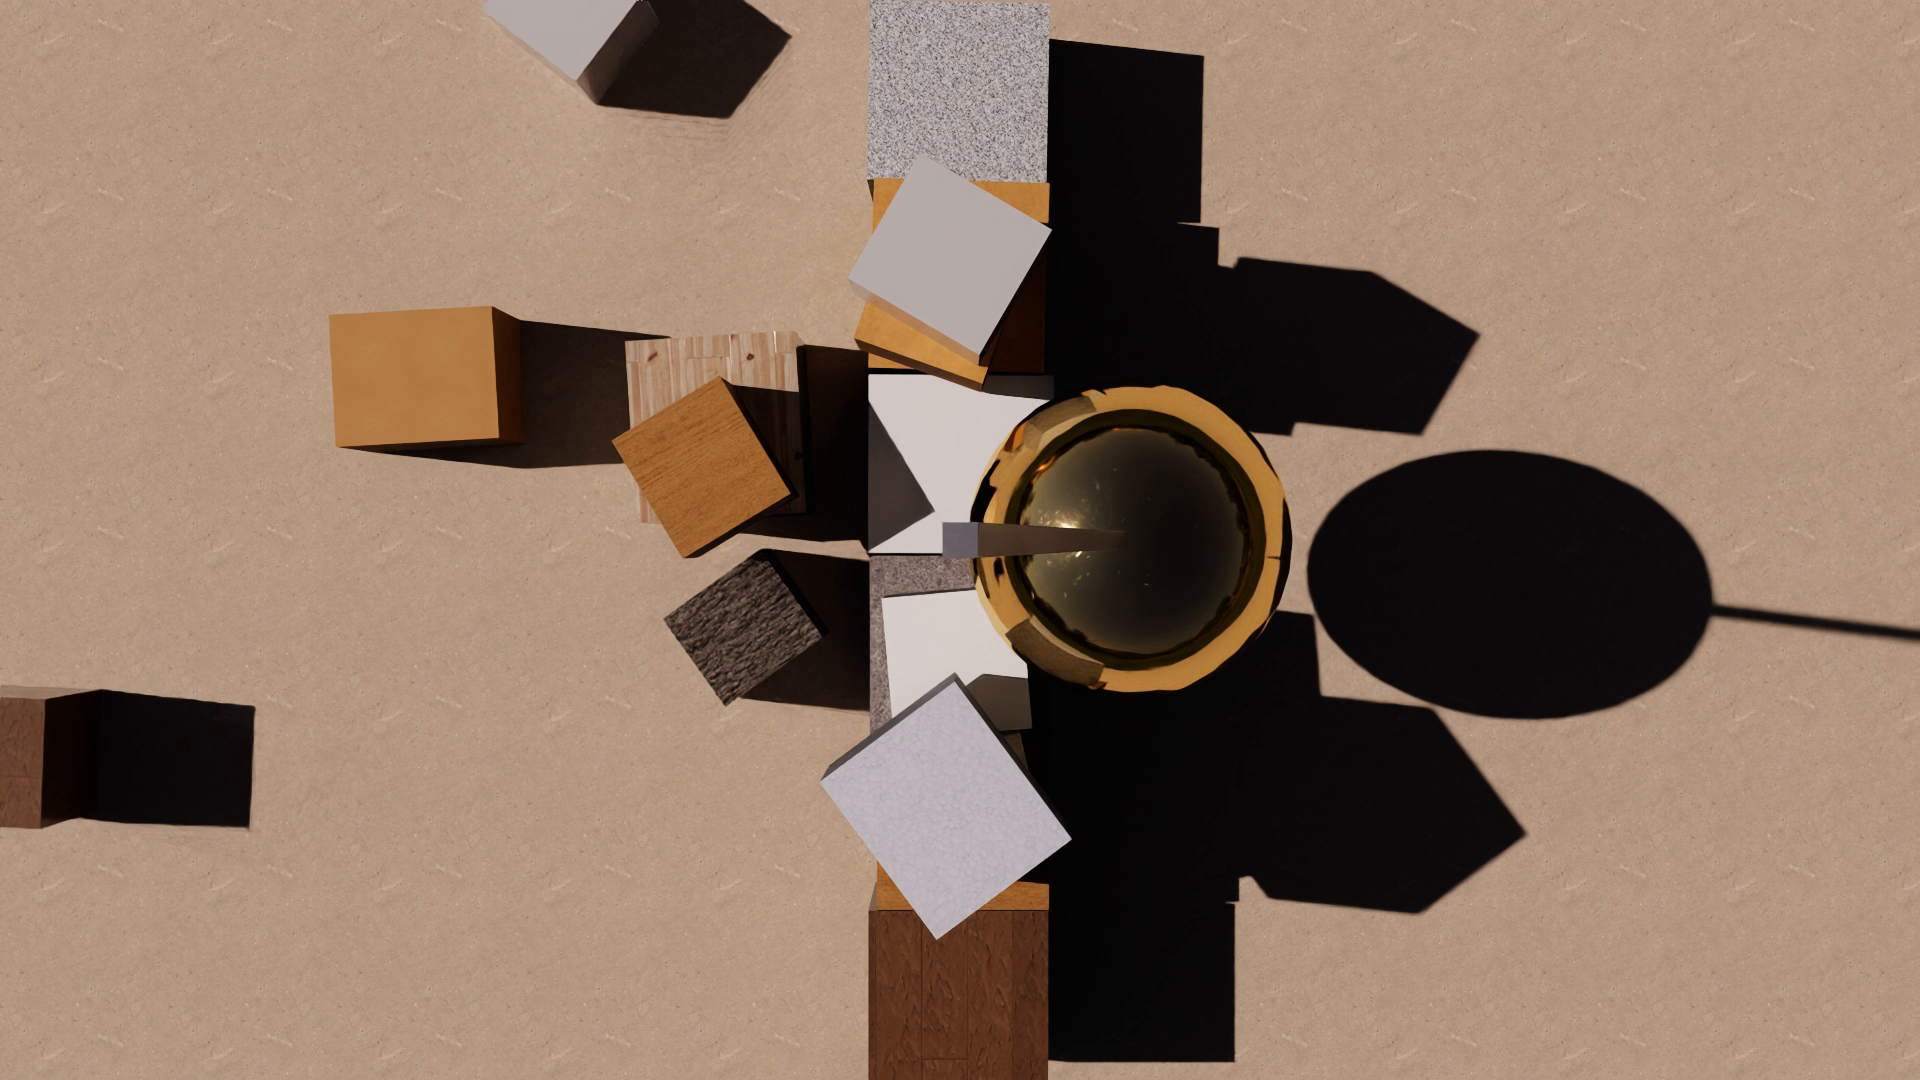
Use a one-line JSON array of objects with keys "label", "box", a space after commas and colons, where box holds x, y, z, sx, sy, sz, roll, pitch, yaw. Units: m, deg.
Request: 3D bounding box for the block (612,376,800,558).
[{"label": "block", "box": [-1.350, -0.380, 11.803, 0.657, 0.683, 0.719, -31, 90, 0]}]

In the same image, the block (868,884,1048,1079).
[{"label": "block", "box": [-0.009, 2.493, 12.495, 0.982, 1.010, 0.942, 0, 90, 0]}]

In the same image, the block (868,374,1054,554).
[{"label": "block", "box": [0.006, -0.419, 12.560, 1.022, 0.879, 0.982, 0, 90, 0]}]

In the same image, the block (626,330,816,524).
[{"label": "block", "box": [-1.349, -0.625, 12.572, 0.939, 0.856, 1.006, -4, 90, 0]}]

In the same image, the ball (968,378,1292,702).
[{"label": "ball", "box": [0.836, 0.000, 10.875, 1.600, 1.600, 1.600, 0, 90, 0]}]

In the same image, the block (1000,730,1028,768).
[{"label": "block", "box": [0.014, 1.391, 11.636, 0.749, 0.668, 0.655, -13, 90, 0]}]

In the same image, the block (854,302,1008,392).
[{"label": "block", "box": [-0.079, -1.317, 11.730, 0.708, 0.702, 0.826, 20, 90, 0]}]

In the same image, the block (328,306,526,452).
[{"label": "block", "box": [-3.034, -0.909, 12.607, 0.908, 0.786, 0.735, -3, 90, 0]}]

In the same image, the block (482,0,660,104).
[{"label": "block", "box": [-2.227, -3.019, 12.654, 0.666, 0.691, 0.623, 37, 90, 0]}]

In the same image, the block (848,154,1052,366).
[{"label": "block", "box": [-0.050, -1.390, 11.029, 0.742, 0.701, 0.703, 30, 90, 0]}]

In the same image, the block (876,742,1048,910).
[{"label": "block", "box": [0.016, 1.568, 12.485, 0.936, 1.030, 0.888, 0, 90, 0]}]

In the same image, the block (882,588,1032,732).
[{"label": "block", "box": [-0.015, 0.641, 11.799, 0.721, 0.740, 0.741, -5, 90, 0]}]

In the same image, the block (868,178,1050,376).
[{"label": "block", "box": [-0.006, -1.455, 12.541, 0.964, 0.919, 1.043, 2, 90, 0]}]

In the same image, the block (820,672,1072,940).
[{"label": "block", "box": [-0.068, 1.294, 10.907, 0.806, 0.789, 0.940, -37, 90, 0]}]

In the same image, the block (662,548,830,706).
[{"label": "block", "box": [-1.215, 0.493, 12.647, 0.670, 0.706, 0.606, -35, 90, 0]}]

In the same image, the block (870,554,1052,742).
[{"label": "block", "box": [0.003, 0.601, 12.584, 1.005, 0.831, 1.029, 0, 90, 0]}]

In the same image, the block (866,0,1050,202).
[{"label": "block", "box": [-0.009, -2.482, 12.583, 0.993, 0.834, 0.993, 1, 90, 0]}]

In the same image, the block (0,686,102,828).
[{"label": "block", "box": [-5.473, 1.228, 12.601, 0.770, 0.798, 0.722, 2, 90, 0]}]

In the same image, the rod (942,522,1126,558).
[{"label": "rod", "box": [0.362, 0.000, 7.508, 0.080, 5.200, 0.080, 0, 90, 8]}]
